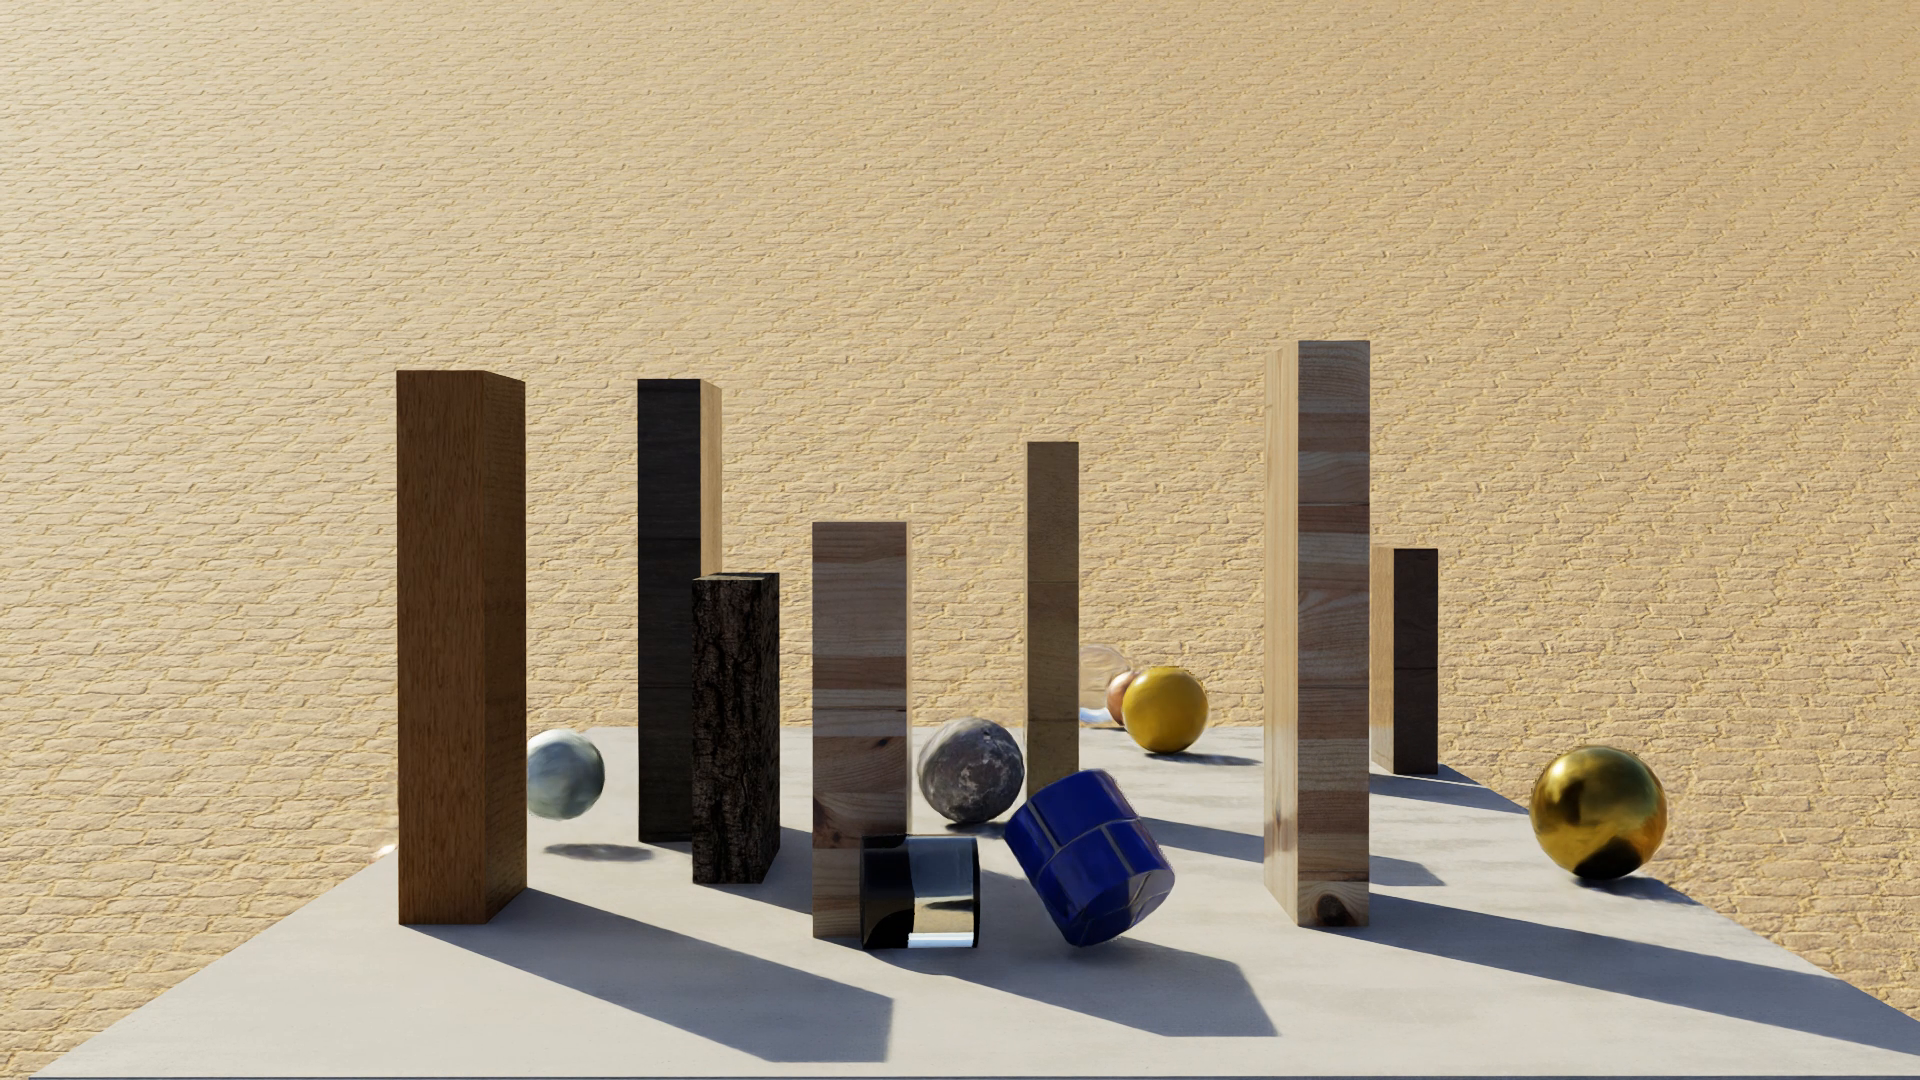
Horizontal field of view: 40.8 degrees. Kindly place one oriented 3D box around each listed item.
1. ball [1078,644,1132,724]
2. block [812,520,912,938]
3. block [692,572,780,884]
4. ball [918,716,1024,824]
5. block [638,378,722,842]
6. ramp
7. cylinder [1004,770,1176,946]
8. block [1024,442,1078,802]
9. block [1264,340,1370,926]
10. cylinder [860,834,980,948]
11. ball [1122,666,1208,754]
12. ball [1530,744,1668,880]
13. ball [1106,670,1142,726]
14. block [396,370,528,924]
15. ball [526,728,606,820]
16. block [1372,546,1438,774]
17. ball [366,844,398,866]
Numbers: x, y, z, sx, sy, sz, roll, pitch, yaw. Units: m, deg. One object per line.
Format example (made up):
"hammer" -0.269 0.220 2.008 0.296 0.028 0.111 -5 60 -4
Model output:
"ball" 0.350 0.374 6.712 0.208 0.208 0.208 0 27 0
"block" -0.133 0.248 3.637 0.125 0.551 0.447 0 1 0
"block" -0.352 0.287 4.102 0.104 0.459 0.409 0 1 0
"ball" 0.020 0.412 4.620 0.191 0.191 0.191 0 27 0
"block" -0.492 0.116 4.568 0.107 0.785 0.396 0 1 0
"ramp" 0.062 0.558 4.596 2.000 0.100 4.000 0 1 0
"cylinder" 0.167 0.412 3.348 0.163 0.163 0.163 -16 56 -27
"block" 0.168 0.163 4.778 0.093 0.685 0.252 0 1 0
"block" 0.506 0.124 3.691 0.097 0.795 0.383 0 1 0
"cylinder" -0.053 0.454 3.345 0.147 0.147 0.147 0 27 -5
"ball" 0.468 0.389 5.893 0.199 0.199 0.199 0 27 0
"ball" 0.975 0.415 3.941 0.205 0.205 0.205 0 27 0
"ball" 0.443 0.405 6.539 0.148 0.148 0.148 0 27 0
"block" -0.708 0.144 3.693 0.119 0.756 0.343 0 1 0
"ball" -0.679 0.398 4.380 0.155 0.155 0.155 0 27 0
"block" 0.961 0.254 5.593 0.094 0.477 0.293 0 1 0
"ball" -1.214 0.725 5.570 0.138 0.138 0.138 0 27 0
